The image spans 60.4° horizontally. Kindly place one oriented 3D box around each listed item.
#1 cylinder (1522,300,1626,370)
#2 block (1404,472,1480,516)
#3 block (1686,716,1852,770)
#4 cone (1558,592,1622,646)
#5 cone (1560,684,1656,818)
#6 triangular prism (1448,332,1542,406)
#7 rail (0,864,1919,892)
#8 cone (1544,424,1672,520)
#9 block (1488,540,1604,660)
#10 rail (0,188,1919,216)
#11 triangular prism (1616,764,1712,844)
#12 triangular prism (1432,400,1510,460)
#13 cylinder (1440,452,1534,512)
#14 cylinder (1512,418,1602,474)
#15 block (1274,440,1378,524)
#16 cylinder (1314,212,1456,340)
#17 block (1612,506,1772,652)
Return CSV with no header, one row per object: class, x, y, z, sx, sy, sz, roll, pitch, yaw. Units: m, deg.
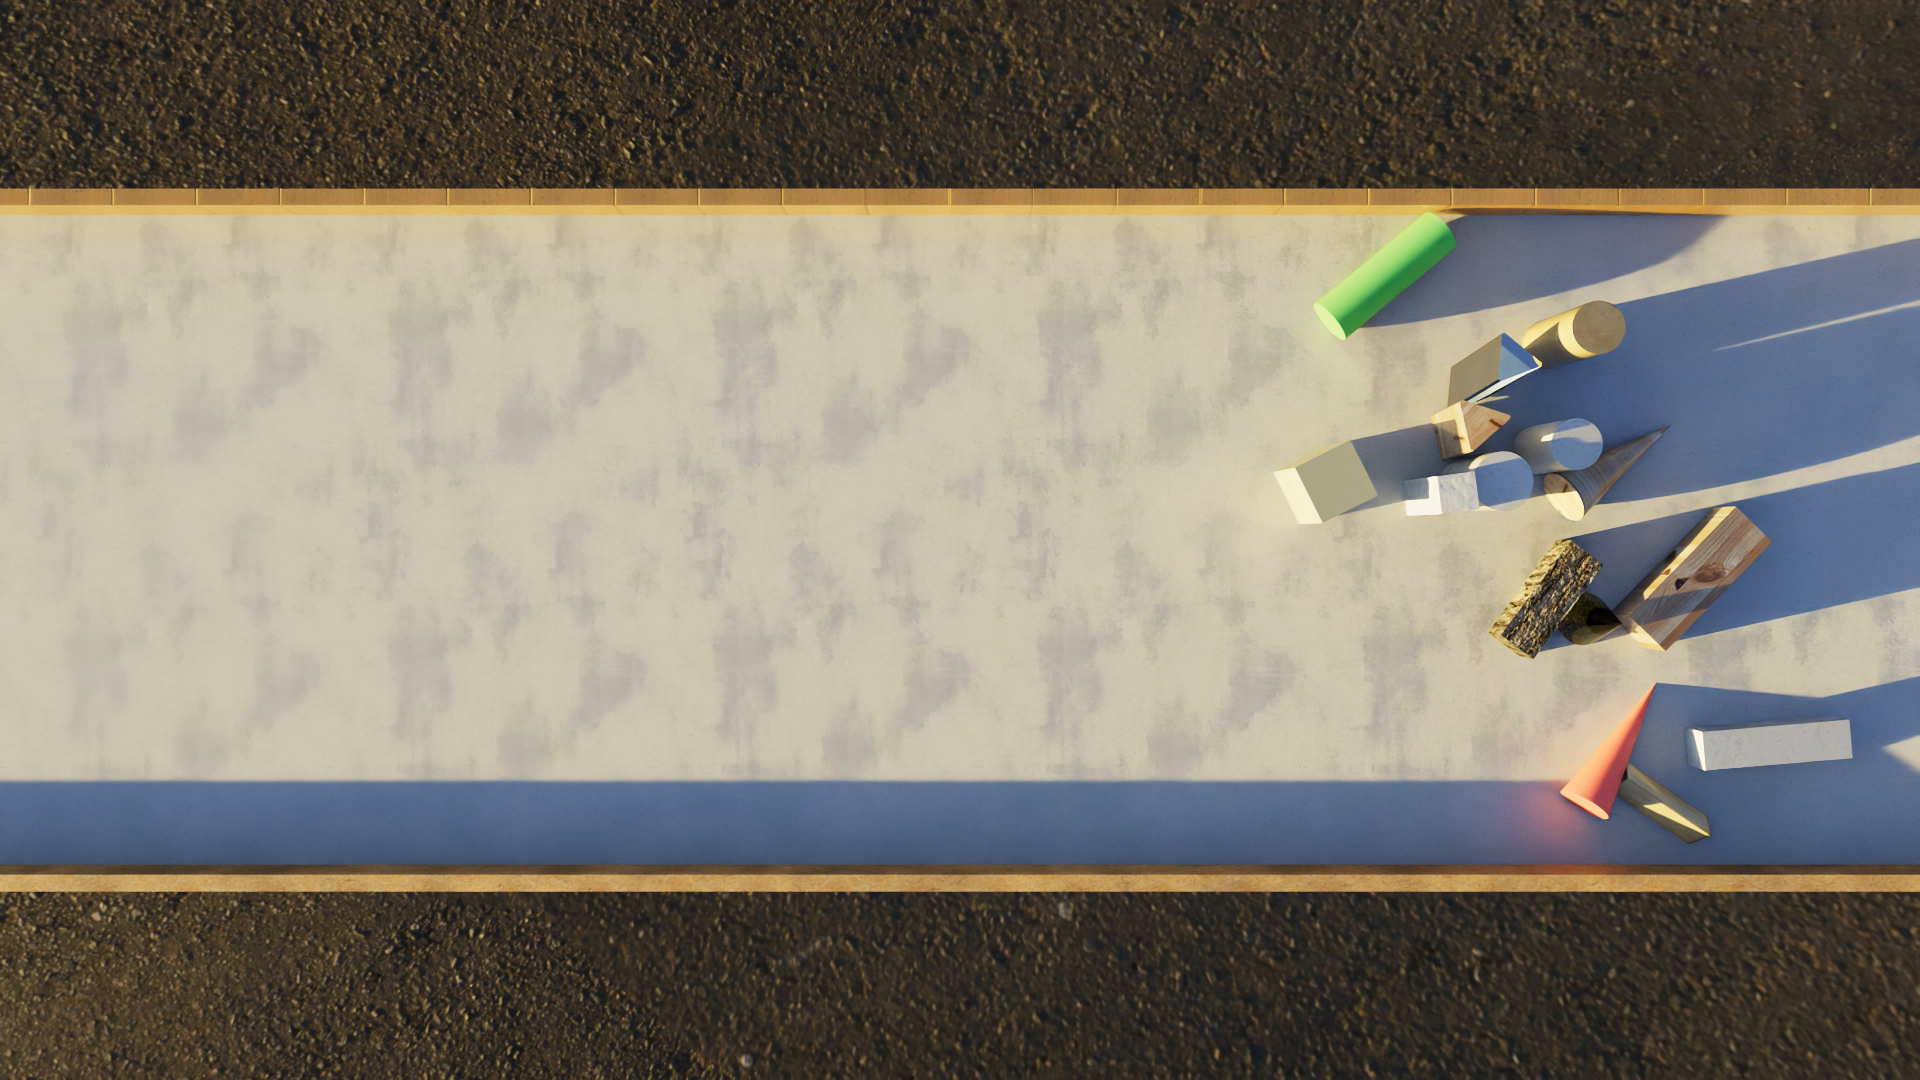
cylinder,1.806,-0.602,4.869,0.152,0.414,0.152,0,90,0
block,1.419,-0.135,4.877,0.108,0.397,0.108,-7,90,2
block,2.459,0.616,5.019,0.445,0.116,0.116,-5,90,0
cone,1.919,0.242,4.925,0.163,0.302,0.163,0,90,0
cone,2.019,0.619,5.039,0.152,0.152,0.451,34,80,0
triangular prism,1.563,-0.508,4.908,0.145,0.331,0.126,-20,83,-12
rail,-2.247,1.025,5.001,12.000,0.150,0.050,0,90,0
cone,2.010,-0.243,5.035,0.436,0.166,0.166,-32,90,-11
block,1.779,0.180,5.015,0.122,0.122,0.353,37,90,0
rail,-2.247,-1.025,5.002,12.000,0.150,0.050,0,90,0
triangular prism,2.144,0.807,5.029,0.305,0.090,0.103,34,90,0
triangular prism,1.482,-0.344,4.883,0.145,0.380,0.126,-42,86,2
cylinder,1.556,-0.171,4.893,0.172,0.362,0.172,0,91,1
cylinder,1.772,-0.276,4.906,0.149,0.340,0.149,0,90,0
block,1.085,-0.169,4.914,0.179,0.324,0.179,-27,90,0
cylinder,1.290,-0.800,5.005,0.435,0.141,0.141,-39,90,0
block,2.212,0.116,5.001,0.152,0.152,0.456,44,90,0
